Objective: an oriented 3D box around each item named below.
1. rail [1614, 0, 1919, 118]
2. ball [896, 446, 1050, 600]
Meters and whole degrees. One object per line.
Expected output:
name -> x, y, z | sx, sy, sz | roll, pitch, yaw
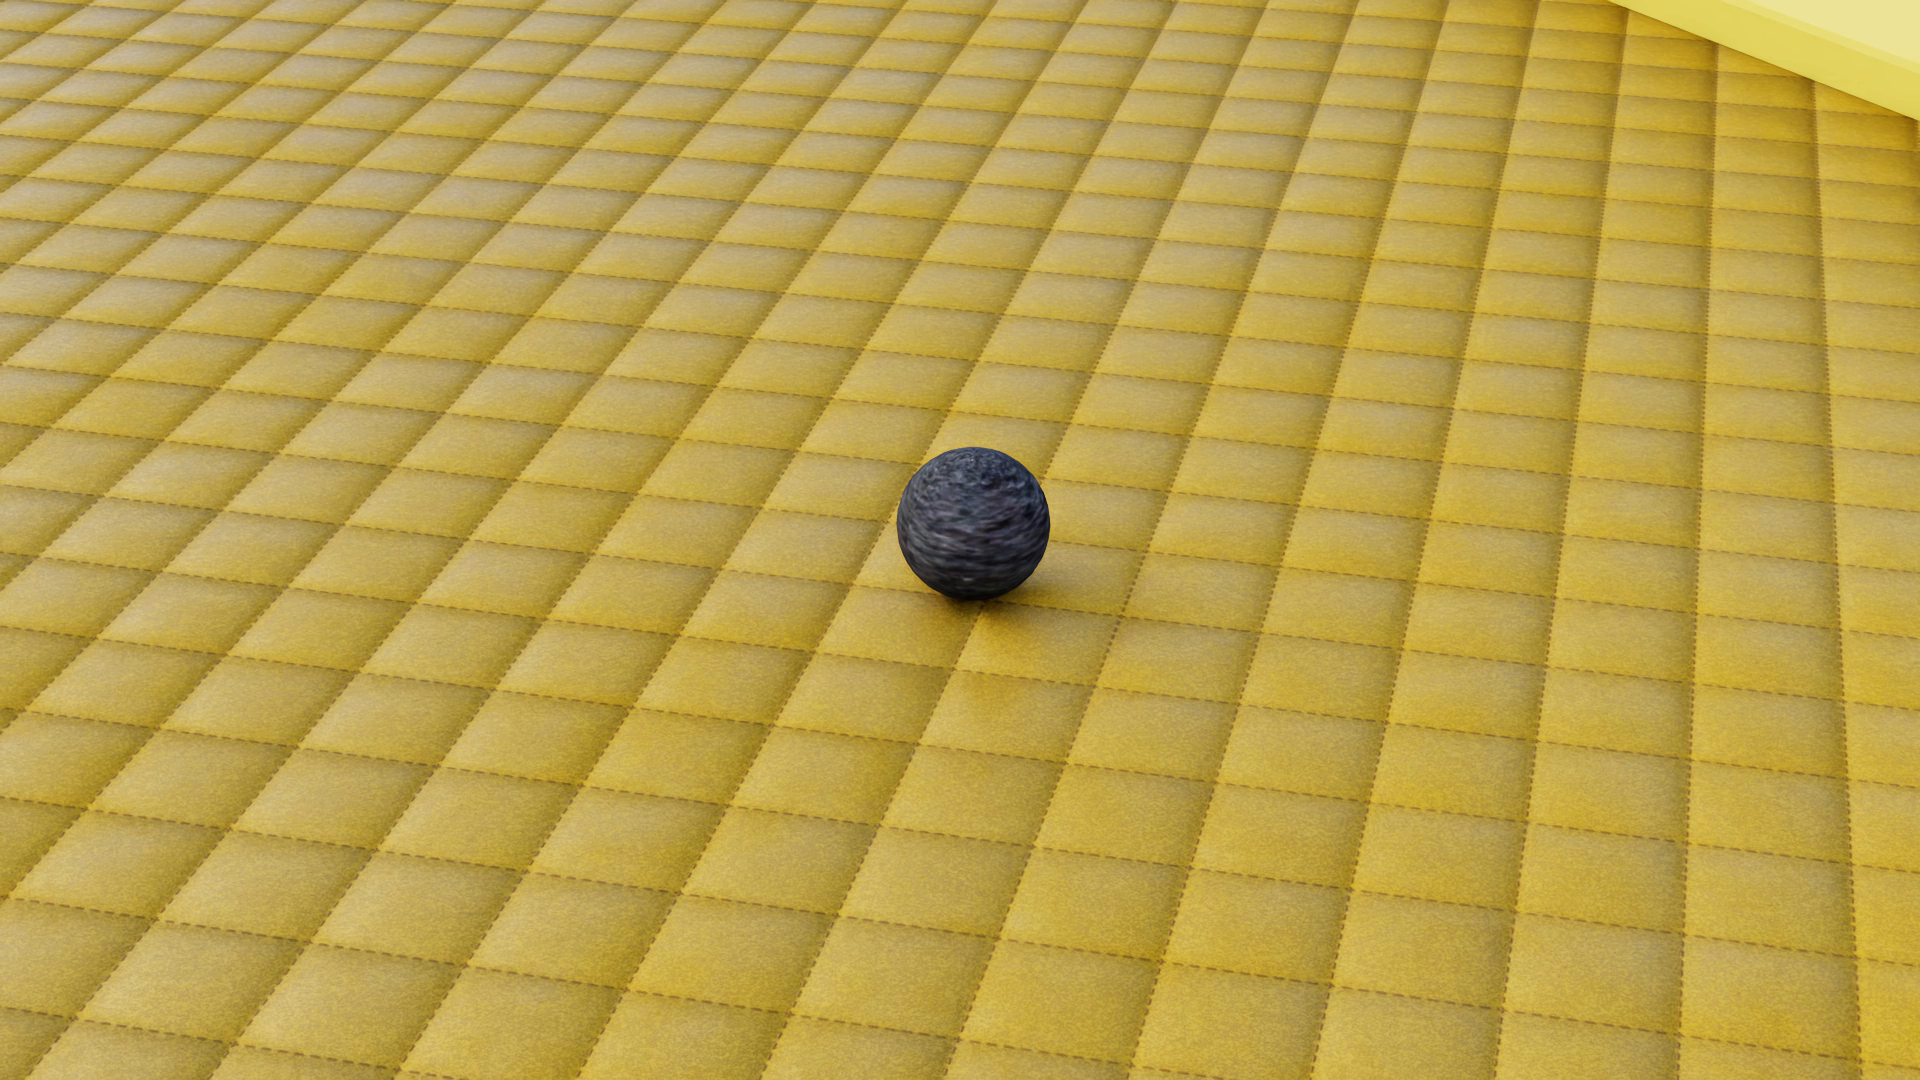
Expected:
rail -> 0.425, -0.757, 3.223 | 0.045, 0.127, 4.394 | -16, 32, -27
ball -> 0.008, -0.010, 1.868 | 0.098, 0.098, 0.098 | 0, 28, 0
